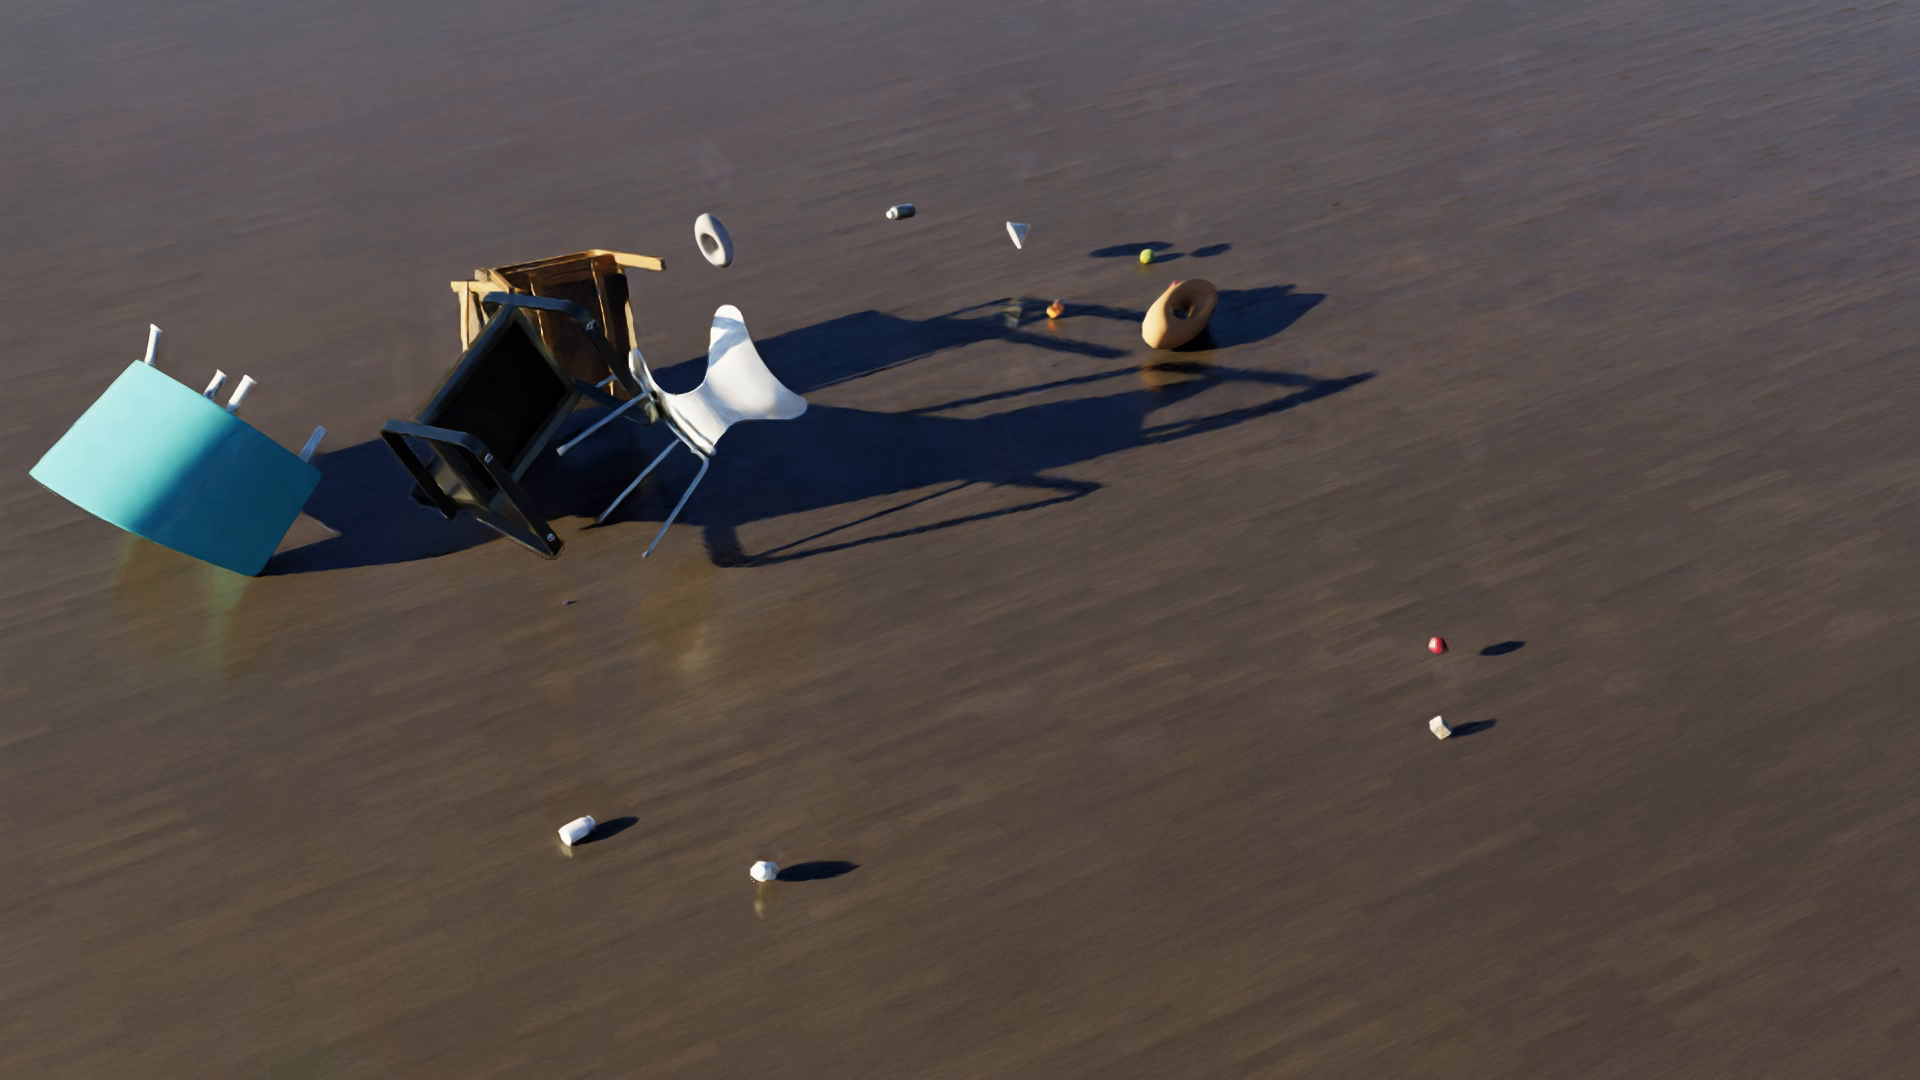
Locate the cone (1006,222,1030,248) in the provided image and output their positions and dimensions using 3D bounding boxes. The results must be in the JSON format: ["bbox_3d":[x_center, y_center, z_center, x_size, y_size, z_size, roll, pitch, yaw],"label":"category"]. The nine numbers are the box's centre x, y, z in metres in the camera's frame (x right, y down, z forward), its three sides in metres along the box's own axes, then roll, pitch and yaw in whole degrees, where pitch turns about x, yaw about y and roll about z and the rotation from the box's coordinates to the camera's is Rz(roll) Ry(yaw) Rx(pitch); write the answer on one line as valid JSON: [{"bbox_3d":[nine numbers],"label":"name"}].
[{"bbox_3d":[0.266,-1.331,12.592,0.087,0.177,0.104,-32,65,-5],"label":"cone"}]

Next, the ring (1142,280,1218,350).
[{"bbox_3d":[0.915,-0.937,12.169,0.223,0.164,0.461,45,48,5],"label":"ring"}]

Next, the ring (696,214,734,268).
[{"bbox_3d":[-0.948,-1.154,11.317,0.125,0.241,0.078,-6,39,24],"label":"ring"}]

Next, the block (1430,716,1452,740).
[{"bbox_3d":[1.625,0.633,9.911,0.043,0.060,0.041,-32,37,26],"label":"block"}]
